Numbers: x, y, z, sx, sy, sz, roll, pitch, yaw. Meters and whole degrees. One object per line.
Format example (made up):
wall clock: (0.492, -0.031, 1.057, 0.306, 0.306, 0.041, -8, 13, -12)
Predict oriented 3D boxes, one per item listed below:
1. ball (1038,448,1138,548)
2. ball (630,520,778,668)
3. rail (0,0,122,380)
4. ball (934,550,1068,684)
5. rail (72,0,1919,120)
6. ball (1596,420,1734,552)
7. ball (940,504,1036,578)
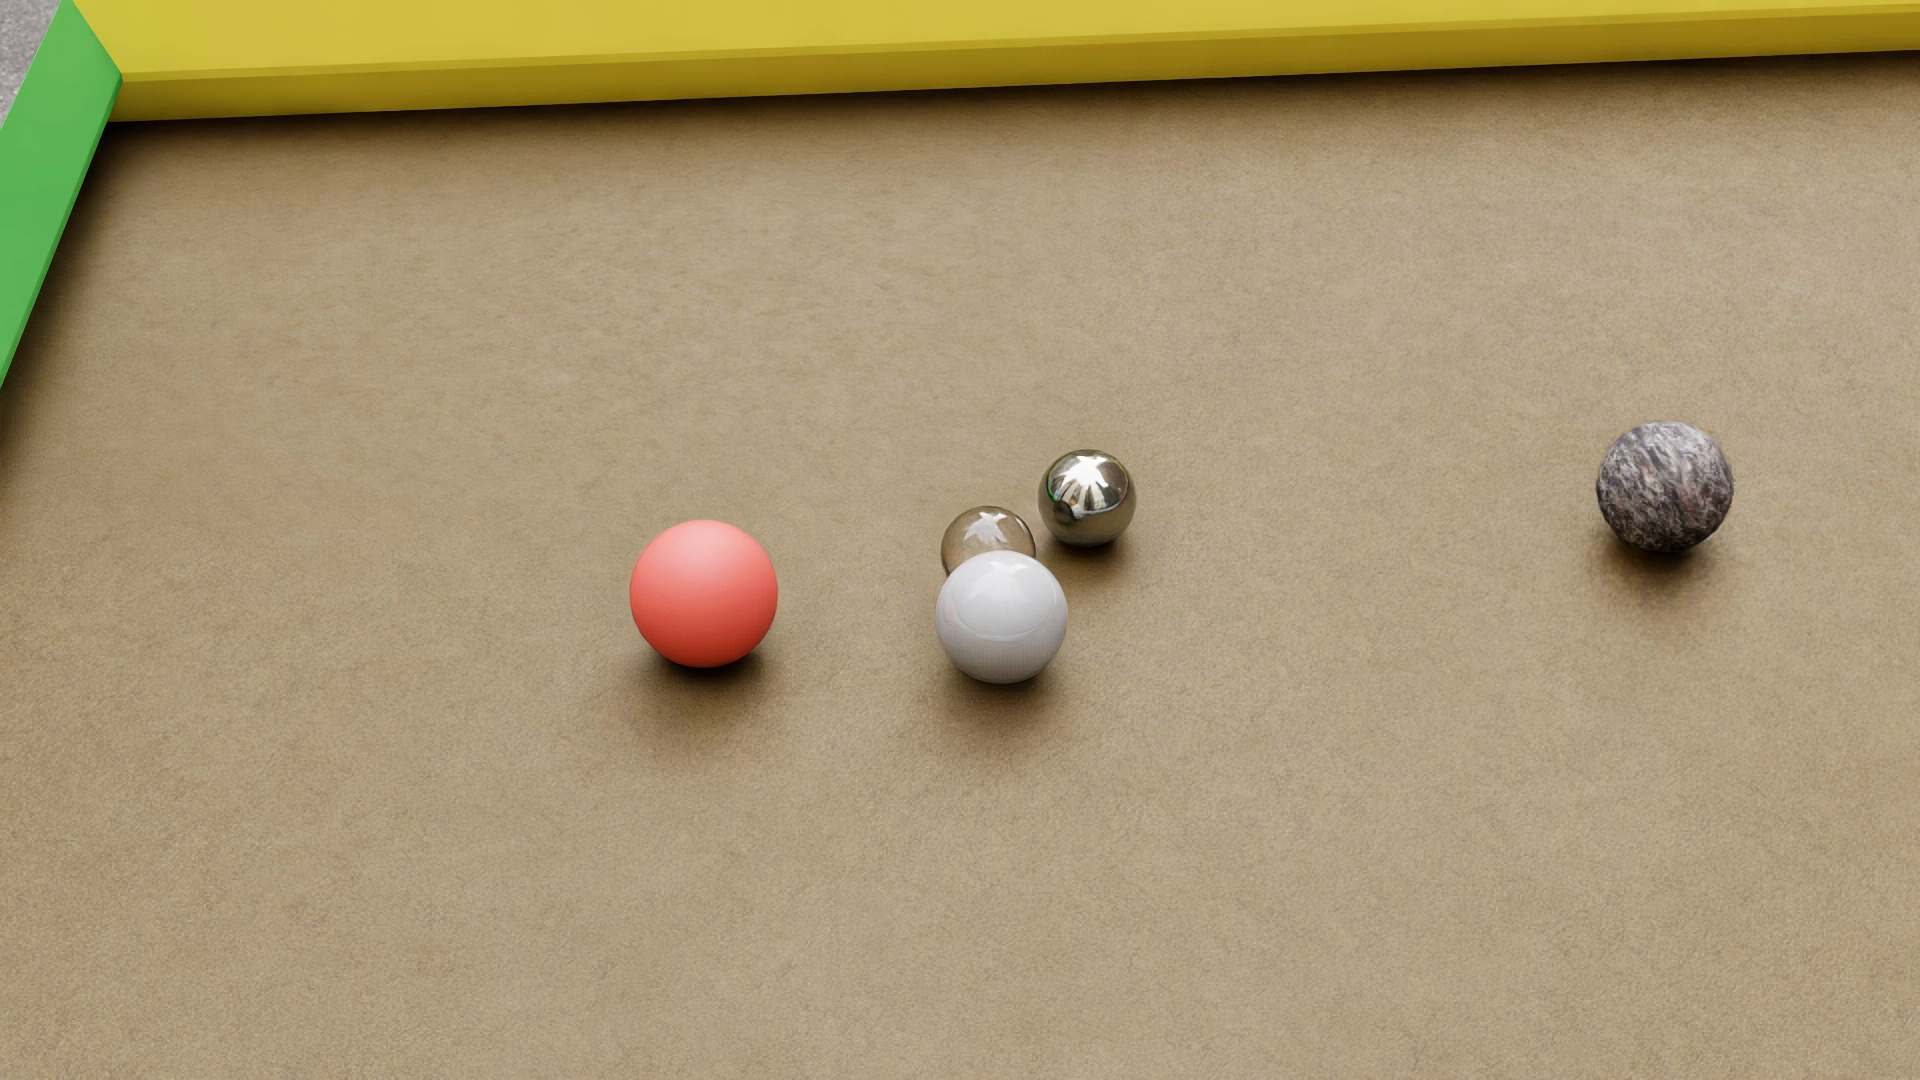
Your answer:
ball: (0.087, -0.028, 1.754, 0.069, 0.069, 0.069, 0, 36, 0)
ball: (-0.164, 0.034, 1.643, 0.095, 0.095, 0.095, 0, 36, 0)
rail: (-0.684, 0.017, 1.641, 0.045, 0.124, 1.533, -3, 36, -4)
ball: (0.027, 0.049, 1.631, 0.085, 0.085, 0.085, 0, 36, 0)
rail: (0.640, -0.487, 2.346, 2.841, 0.124, 0.045, -3, 36, -4)
ball: (0.480, -0.037, 1.747, 0.090, 0.090, 0.090, 0, 36, 0)
ball: (0.019, 0.009, 1.706, 0.064, 0.064, 0.064, 0, 36, 0)
